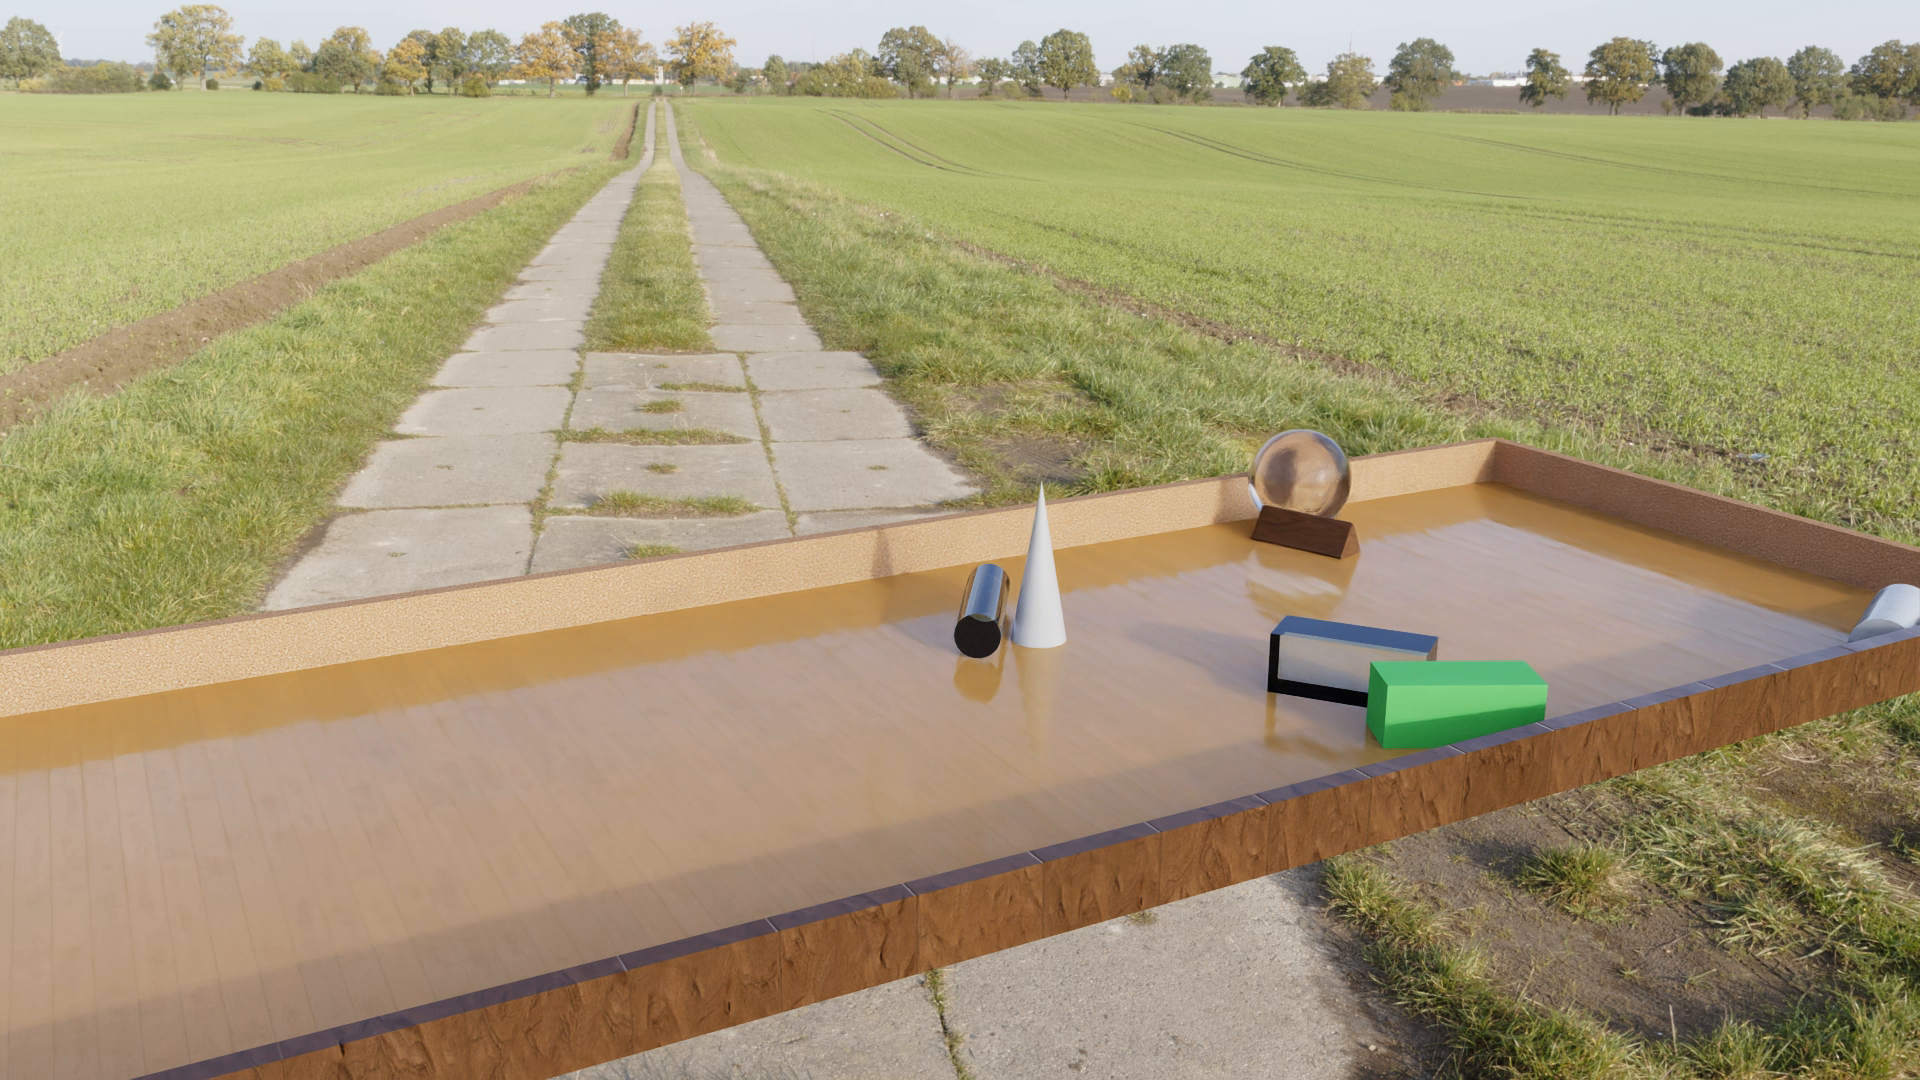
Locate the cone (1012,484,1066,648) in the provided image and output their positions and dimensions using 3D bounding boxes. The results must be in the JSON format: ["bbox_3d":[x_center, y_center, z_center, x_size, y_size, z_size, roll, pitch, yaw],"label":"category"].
[{"bbox_3d":[0.213,0.055,4.386,0.150,0.440,0.150,0,16,0],"label":"cone"}]

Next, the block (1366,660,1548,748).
[{"bbox_3d":[1.139,0.378,3.797,0.361,0.153,0.153,0,16,-1],"label":"block"}]

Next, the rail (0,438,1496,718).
[{"bbox_3d":[-3.305,0.497,3.399,12.000,0.150,0.050,-9,18,-27],"label":"rail"}]

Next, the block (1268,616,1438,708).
[{"bbox_3d":[0.962,0.305,4.046,0.375,0.152,0.152,8,18,25],"label":"block"}]

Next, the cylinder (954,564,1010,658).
[{"bbox_3d":[0.064,0.188,4.498,0.123,0.123,0.440,1,16,5],"label":"cylinder"}]

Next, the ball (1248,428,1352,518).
[{"bbox_3d":[1.122,-0.200,5.442,0.334,0.334,0.334,0,16,0],"label":"ball"}]

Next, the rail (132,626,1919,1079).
[{"bbox_3d":[-2.336,1.006,1.665,12.000,0.150,0.050,-9,18,-27],"label":"rail"}]

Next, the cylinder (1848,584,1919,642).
[{"bbox_3d":[2.431,0.231,4.304,0.150,0.150,0.355,12,20,35],"label":"cylinder"}]

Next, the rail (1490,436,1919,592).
[{"bbox_3d":[2.466,-0.048,5.253,0.050,0.150,2.100,-9,18,-27],"label":"rail"}]

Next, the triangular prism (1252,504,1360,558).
[{"bbox_3d":[1.108,-0.034,5.277,0.324,0.104,0.120,14,21,40],"label":"triangular prism"}]
